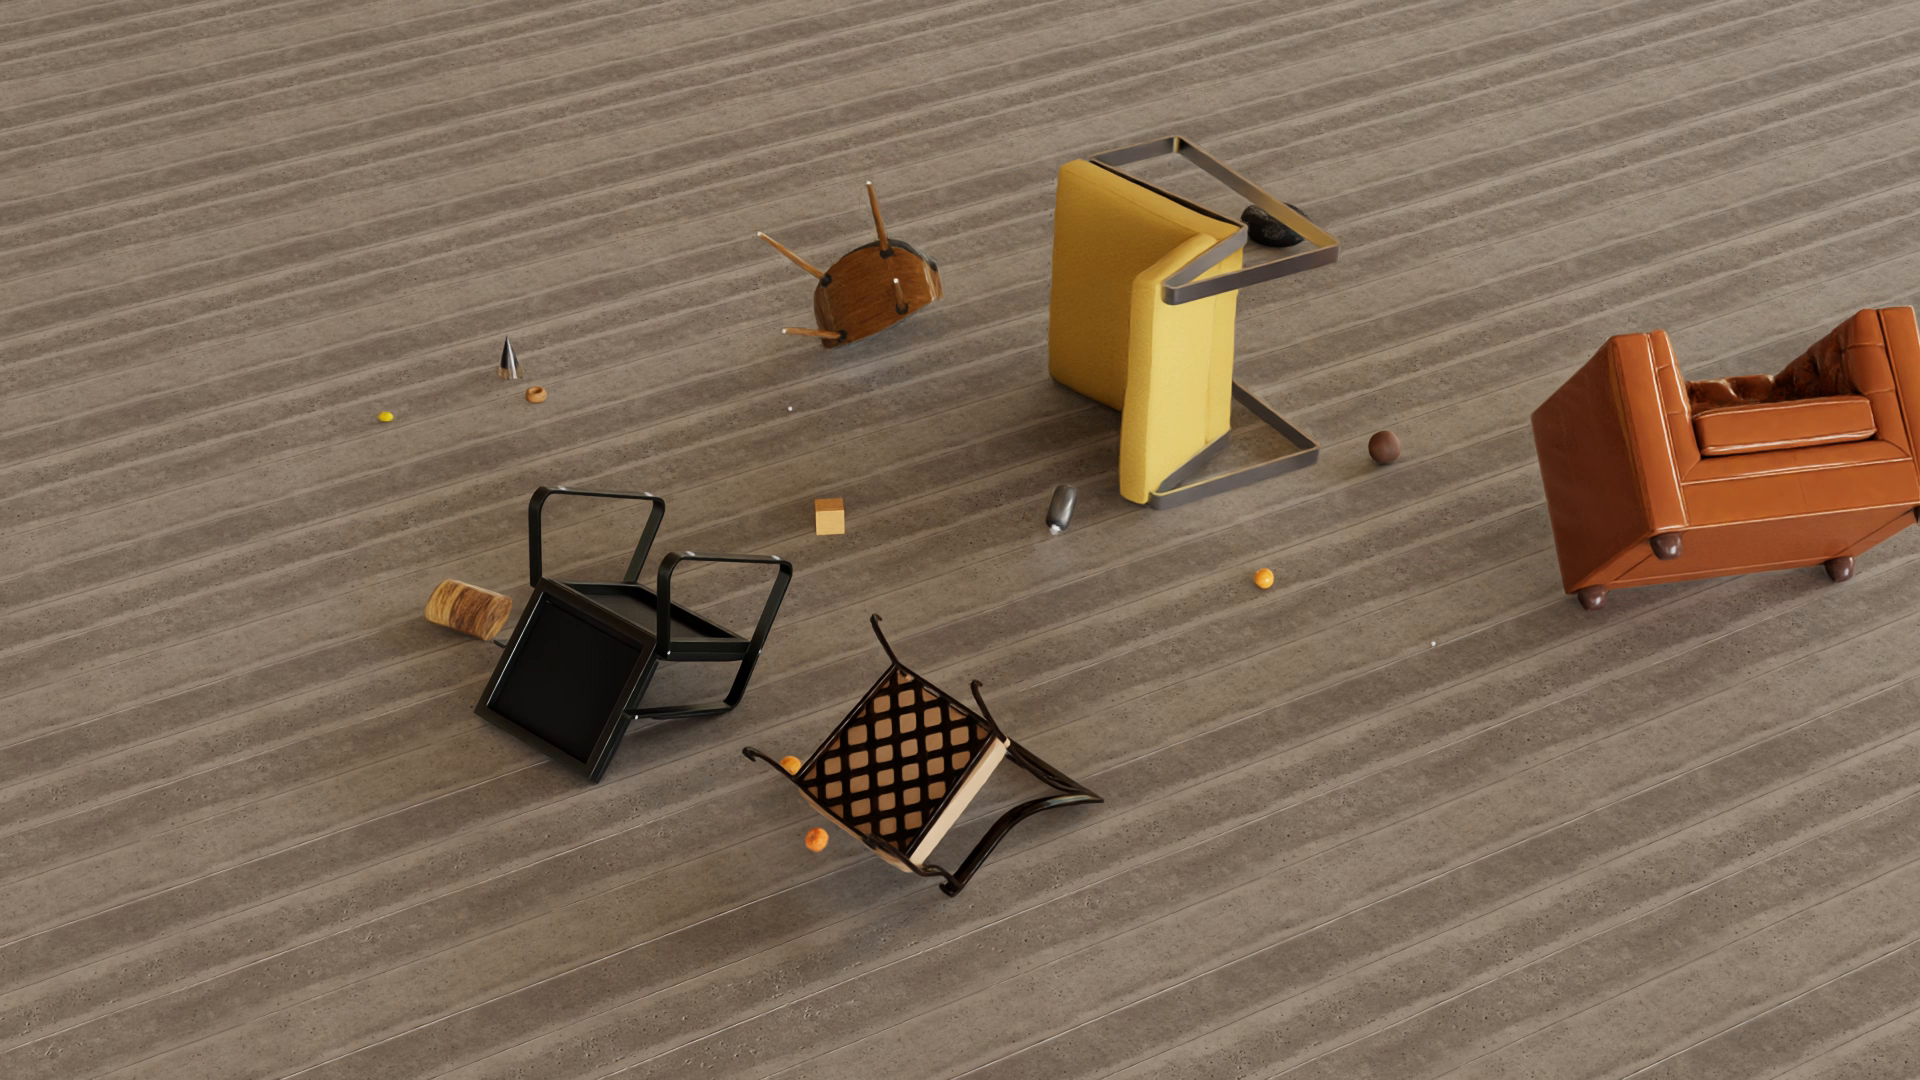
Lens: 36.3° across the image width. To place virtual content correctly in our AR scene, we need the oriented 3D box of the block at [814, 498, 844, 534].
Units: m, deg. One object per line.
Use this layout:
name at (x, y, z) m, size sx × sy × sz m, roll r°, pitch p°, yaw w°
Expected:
block at (-0.489, -0.088, 10.985) m, size 0.105 × 0.103 × 0.085 m, roll -3°, pitch 34°, yaw -5°

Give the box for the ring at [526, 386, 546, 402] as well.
ring at (-1.706, -0.585, 11.794) m, size 0.087 × 0.042 × 0.080 m, roll 19°, pitch 39°, yaw 29°

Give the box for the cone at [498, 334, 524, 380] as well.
cone at (-1.836, -0.759, 11.931) m, size 0.111 × 0.182 × 0.094 m, roll 25°, pitch 41°, yaw 33°

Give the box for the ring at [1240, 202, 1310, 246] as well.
ring at (1.391, -1.397, 12.954) m, size 0.311 × 0.123 × 0.286 m, roll 17°, pitch 36°, yaw 22°

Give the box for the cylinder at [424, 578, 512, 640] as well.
cylinder at (-1.754, 0.246, 10.455) m, size 0.247 × 0.123 × 0.192 m, roll 16°, pitch 51°, yaw 23°
